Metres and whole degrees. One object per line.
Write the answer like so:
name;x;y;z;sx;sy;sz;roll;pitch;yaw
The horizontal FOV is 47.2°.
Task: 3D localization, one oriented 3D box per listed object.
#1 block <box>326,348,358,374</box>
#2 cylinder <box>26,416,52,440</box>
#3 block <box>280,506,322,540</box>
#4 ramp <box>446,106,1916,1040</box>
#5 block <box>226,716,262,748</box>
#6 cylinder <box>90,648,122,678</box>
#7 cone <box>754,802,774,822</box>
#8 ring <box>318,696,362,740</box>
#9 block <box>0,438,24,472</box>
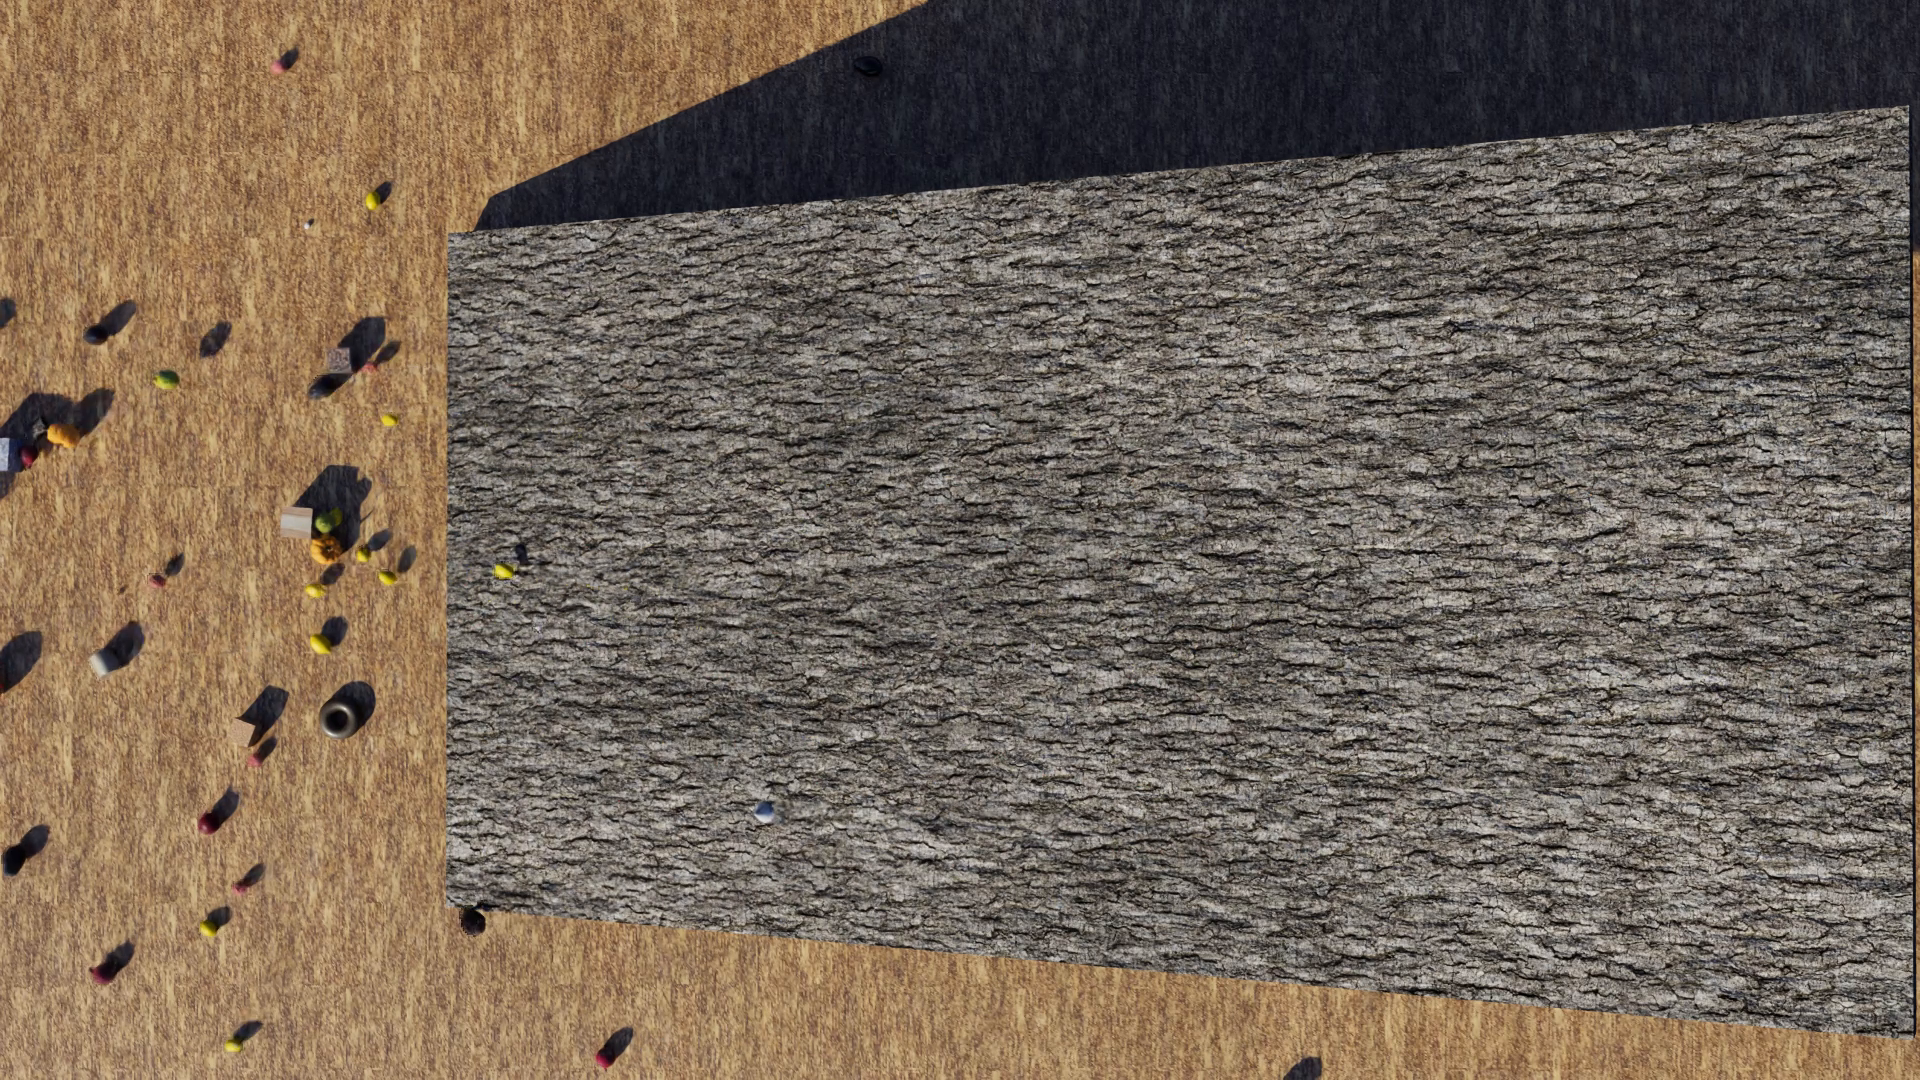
block;-1.853;-0.538;6.591;0.071;0.071;0.071;-1;89;0
cylinder;-2.763;-0.334;6.596;0.054;0.054;0.054;-32;89;0
block;-1.971;-0.051;6.575;0.091;0.091;0.091;4;89;0
ramp;0.278;0.079;5.662;4.000;0.100;2.000;0;89;27
block;-2.142;0.574;6.580;0.069;0.069;0.069;21;89;0
cylinder;-2.557;0.369;6.582;0.069;0.069;0.069;-28;89;0
cone;-0.547;0.744;5.990;0.057;0.057;0.057;0;89;27
ring;-1.858;0.533;6.593;0.130;0.043;0.130;0;90;-1
block;-2.873;-0.256;6.574;0.098;0.098;0.098;3;89;0
